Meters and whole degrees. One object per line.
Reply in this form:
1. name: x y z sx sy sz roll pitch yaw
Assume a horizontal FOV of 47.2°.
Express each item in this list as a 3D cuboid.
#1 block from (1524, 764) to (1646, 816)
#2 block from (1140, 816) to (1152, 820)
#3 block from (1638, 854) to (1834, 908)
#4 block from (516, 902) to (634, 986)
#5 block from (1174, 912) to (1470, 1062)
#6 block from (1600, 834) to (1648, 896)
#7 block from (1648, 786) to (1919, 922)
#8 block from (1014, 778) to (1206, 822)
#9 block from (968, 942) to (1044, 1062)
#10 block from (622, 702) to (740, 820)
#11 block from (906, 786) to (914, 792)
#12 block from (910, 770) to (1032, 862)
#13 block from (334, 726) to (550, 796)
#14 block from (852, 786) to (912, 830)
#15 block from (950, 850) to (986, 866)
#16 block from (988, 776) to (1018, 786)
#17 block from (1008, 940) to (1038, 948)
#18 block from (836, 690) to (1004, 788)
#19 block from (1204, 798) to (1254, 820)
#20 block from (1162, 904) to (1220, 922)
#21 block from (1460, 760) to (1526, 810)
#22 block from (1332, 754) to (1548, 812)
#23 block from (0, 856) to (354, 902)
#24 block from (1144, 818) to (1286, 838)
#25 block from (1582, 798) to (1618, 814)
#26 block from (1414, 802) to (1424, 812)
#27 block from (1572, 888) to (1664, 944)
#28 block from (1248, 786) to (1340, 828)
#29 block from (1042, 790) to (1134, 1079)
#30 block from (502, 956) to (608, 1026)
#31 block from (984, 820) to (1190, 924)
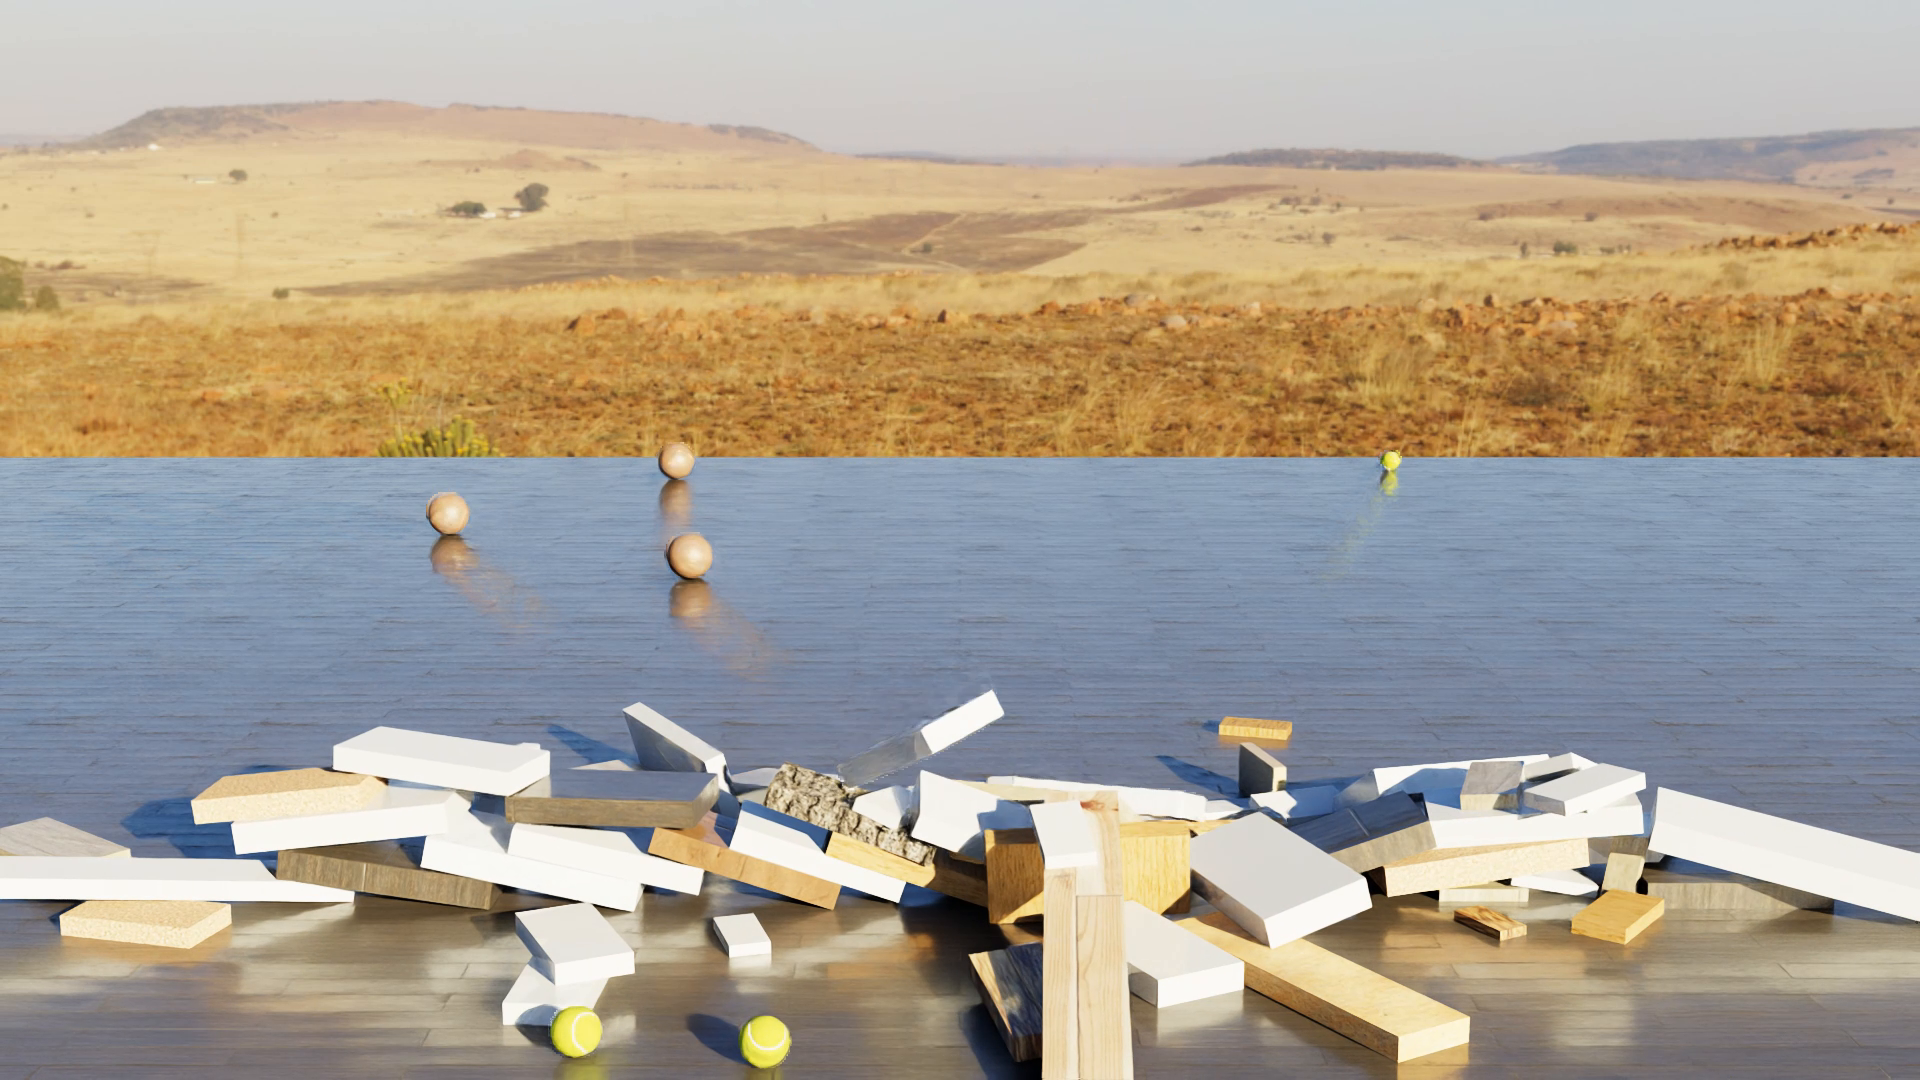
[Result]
1. block: 1.019 0.407 3.588 0.182 0.026 0.091 -13 12 -29
2. block: 0.280 0.517 4.010 0.131 0.018 0.065 -4 11 -21
3. block: 1.277 0.568 3.669 0.306 0.043 0.153 0 11 0
4. block: -0.582 0.606 3.313 0.117 0.033 0.235 -5 12 -25
5. block: 0.518 0.649 3.249 0.132 0.037 0.516 -6 12 -31
6. block: 1.100 0.543 3.641 0.054 0.108 0.015 6 -17 39
7. block: 1.412 0.526 3.587 0.552 0.050 0.177 14 17 16
8. block: 0.261 0.453 3.840 0.302 0.043 0.151 2 -8 24
9. block: 0.108 0.653 3.132 0.132 0.037 0.264 -8 16 -11
10. block: -0.532 0.423 4.190 0.038 0.134 0.419 -24 20 -24
11. block: -0.157 0.505 4.021 0.267 0.038 0.134 -7 13 -34
12. block: 0.083 0.484 3.605 0.331 0.043 0.151 20 21 -8
13. block: -0.866 0.368 3.676 0.324 0.040 0.141 6 11 16
14. block: -0.106 0.440 3.630 0.079 0.022 0.158 23 10 21
15. block: 0.056 0.507 3.636 0.158 0.022 0.079 15 29 -18
16. block: 0.085 0.479 4.219 0.059 0.017 0.118 -1 11 -3
17. block: 0.128 0.656 3.229 0.049 0.014 0.292 -8 14 -11
18. block: -0.068 0.327 3.587 0.151 0.043 0.301 -26 -2 -34
19. block: 0.494 0.503 4.083 0.140 0.020 0.070 -2 11 -13
20. block: 0.379 0.607 3.535 0.098 0.014 0.049 -7 13 -29
21. block: 0.902 0.414 3.718 0.091 0.026 0.182 -4 11 20
22. block: 0.879 0.455 4.005 0.354 0.050 0.177 -3 -22 -18
23. block: -1.282 0.552 3.582 0.562 0.033 0.115 4 8 -21
24. block: 0.413 0.523 3.835 0.337 0.023 0.082 1 33 -12
25. block: 1.038 0.422 3.606 0.108 0.015 0.054 -16 13 -38
26. block: 0.867 0.493 3.881 0.381 0.043 0.153 -9 5 -2
27. block: 1.057 0.603 3.531 0.087 0.025 0.174 8 13 36
28. block: 0.631 0.494 4.054 0.174 0.025 0.087 -4 27 -21
29. block: 0.180 0.575 3.176 0.117 0.033 0.793 -1 23 3
30. block: -0.588 0.653 3.239 0.115 0.033 0.230 0 11 2
31. block: 0.204 0.531 3.514 0.322 0.151 0.043 -3 26 0
